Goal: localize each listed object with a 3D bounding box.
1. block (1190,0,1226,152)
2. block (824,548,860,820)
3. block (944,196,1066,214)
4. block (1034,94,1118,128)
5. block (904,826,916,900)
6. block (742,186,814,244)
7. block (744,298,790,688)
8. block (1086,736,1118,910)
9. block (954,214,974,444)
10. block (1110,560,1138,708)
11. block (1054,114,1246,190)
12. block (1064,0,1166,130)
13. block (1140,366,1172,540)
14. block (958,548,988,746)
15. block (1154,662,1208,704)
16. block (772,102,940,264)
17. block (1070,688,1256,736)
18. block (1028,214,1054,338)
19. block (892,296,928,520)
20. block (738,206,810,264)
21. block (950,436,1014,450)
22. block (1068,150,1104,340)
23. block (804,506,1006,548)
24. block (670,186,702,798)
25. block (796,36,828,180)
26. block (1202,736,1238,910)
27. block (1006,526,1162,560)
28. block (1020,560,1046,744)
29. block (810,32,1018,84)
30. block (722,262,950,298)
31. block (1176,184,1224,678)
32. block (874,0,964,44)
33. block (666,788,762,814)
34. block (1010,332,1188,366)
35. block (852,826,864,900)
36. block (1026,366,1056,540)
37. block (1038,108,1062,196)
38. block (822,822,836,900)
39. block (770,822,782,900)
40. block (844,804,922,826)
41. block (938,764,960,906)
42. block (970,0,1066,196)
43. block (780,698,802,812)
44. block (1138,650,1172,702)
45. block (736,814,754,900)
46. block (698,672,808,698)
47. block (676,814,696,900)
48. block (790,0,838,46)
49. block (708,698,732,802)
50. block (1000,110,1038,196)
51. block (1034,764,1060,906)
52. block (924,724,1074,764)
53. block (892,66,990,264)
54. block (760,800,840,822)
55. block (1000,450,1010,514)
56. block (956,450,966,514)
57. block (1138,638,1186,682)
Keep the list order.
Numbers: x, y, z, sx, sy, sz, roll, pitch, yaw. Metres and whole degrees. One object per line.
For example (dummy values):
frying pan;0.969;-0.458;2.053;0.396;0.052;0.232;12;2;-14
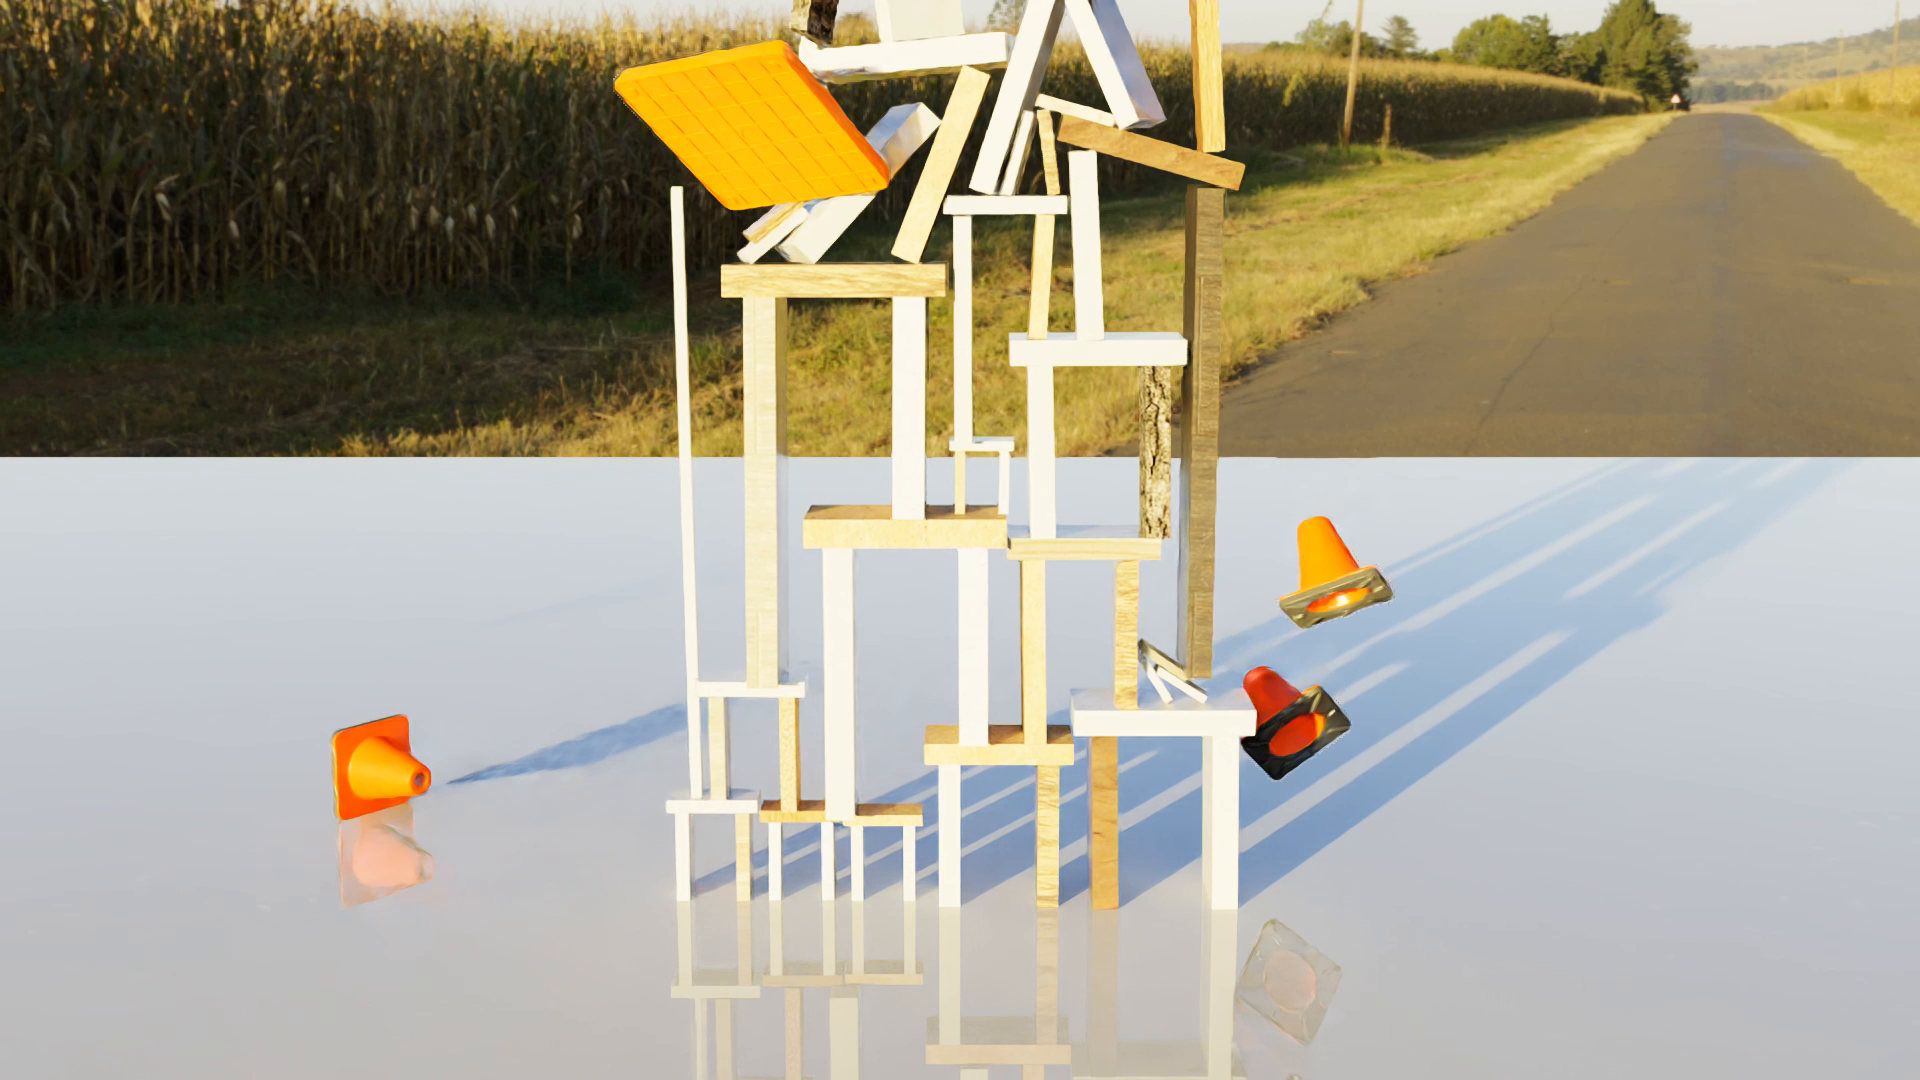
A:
block;0.384;-0.724;3.416;0.034;0.239;0.119;-4;10;2
block;-0.193;0.221;3.604;0.046;0.447;0.161;0;9;1
block;0.071;-0.528;3.467;0.191;0.027;0.095;0;9;2
block;0.189;-0.669;3.438;0.132;0.019;0.066;19;11;17
block;-0.084;0.527;3.656;0.018;0.129;0.064;0;11;0
block;-0.293;-0.523;3.538;0.121;0.017;0.061;-40;20;-4
block;-0.313;-0.084;3.564;0.049;0.625;0.175;1;9;2
block;0.235;0.446;3.640;0.041;0.292;0.146;-1;11;0
block;0.007;-0.336;3.497;0.027;0.357;0.095;0;11;3
block;0.268;0.141;3.584;0.035;0.245;0.122;0;11;1
block;0.295;-0.609;3.448;0.290;0.041;0.145;15;10;-2
block;0.238;-0.754;3.410;0.034;0.239;0.119;-24;-1;28
block;0.313;-0.150;3.530;0.039;0.275;0.138;-1;11;1
block;0.022;0.159;3.591;0.046;0.322;0.161;0;9;1
block;0.361;0.233;3.596;0.092;0.013;0.046;32;9;-5
block;-0.171;-0.574;3.544;0.044;0.309;0.154;44;-8;-20
block;0.330;0.282;3.610;0.292;0.041;0.146;0;11;0
block;0.128;-0.419;3.481;0.027;0.191;0.095;4;9;0
block;-0.079;-0.218;3.533;0.049;0.349;0.175;1;9;1
block;-0.300;-0.490;3.528;0.122;0.017;0.061;-41;20;-8
block;0.036;-0.155;3.540;0.103;0.015;0.052;0;11;2
block;0.198;-0.467;3.474;0.041;0.290;0.145;-3;10;2
block;-0.086;-0.022;3.563;0.322;0.046;0.161;0;9;1
block;-0.443;-0.070;3.570;0.017;0.994;0.061;-1;9;-5
block;-0.235;-0.792;3.550;0.029;0.415;0.101;3;11;6
block;0.430;0.446;3.640;0.041;0.293;0.146;-1;11;0
block;0.198;0.004;3.558;0.245;0.035;0.122;0;10;1
block;0.119;0.171;3.586;0.035;0.303;0.122;-1;10;-1
block;-0.067;-0.760;3.473;0.309;0.044;0.154;-3;8;12
block;-0.194;-0.416;3.509;0.349;0.049;0.175;0;9;2
block;0.383;-0.174;3.522;0.041;0.779;0.145;0;12;-1
block;-0.076;-0.913;3.423;0.133;0.265;0.038;-13;10;-31
block;-0.407;0.432;3.645;0.149;0.021;0.074;0;9;0
block;0.217;-0.305;3.503;0.275;0.039;0.138;0;10;0
block;-0.169;0.527;3.656;0.018;0.129;0.064;0;11;0
block;0.129;-0.149;3.532;0.039;0.275;0.138;-1;10;0
block;0.140;-0.606;3.445;0.019;0.132;0.066;-7;8;6
block;-0.218;0.524;3.660;0.019;0.132;0.066;0;10;0
block;-0.306;0.524;3.658;0.019;0.132;0.066;0;10;-2
block;-0.126;0.455;3.642;0.129;0.018;0.064;0;11;0
block;-0.017;0.472;3.645;0.034;0.241;0.121;0;10;0
block;0.123;-0.791;3.439;0.038;0.514;0.133;20;10;7
block;-0.280;0.345;3.630;0.025;0.192;0.087;0;9;1
block;0.316;0.221;3.595;0.013;0.092;0.046;-33;9;6
block;-0.358;0.516;3.658;0.021;0.149;0.074;0;9;0
block;-0.339;0.237;3.617;0.174;0.025;0.087;0;9;1
block;-0.457;0.516;3.658;0.021;0.148;0.074;0;9;0
block;-0.216;-0.884;3.424;0.029;0.202;0.101;11;2;19
block;-0.396;0.335;3.631;0.025;0.174;0.087;0;9;1
block;0.094;-0.607;3.457;0.019;0.132;0.066;17;12;8
block;0.144;0.472;3.645;0.034;0.241;0.121;0;10;0
block;0.063;0.336;3.620;0.241;0.034;0.121;0;10;0
block;-0.029;-0.591;3.475;0.044;0.309;0.154;21;8;-2
block;-0.262;0.449;3.646;0.132;0.019;0.066;0;9;0
block;0.072;-0.097;3.551;0.015;0.103;0.052;1;12;1
block;0.001;-0.098;3.554;0.015;0.104;0.052;1;11;3
block;0.332;0.196;3.595;0.092;0.013;0.046;35;9;-5
